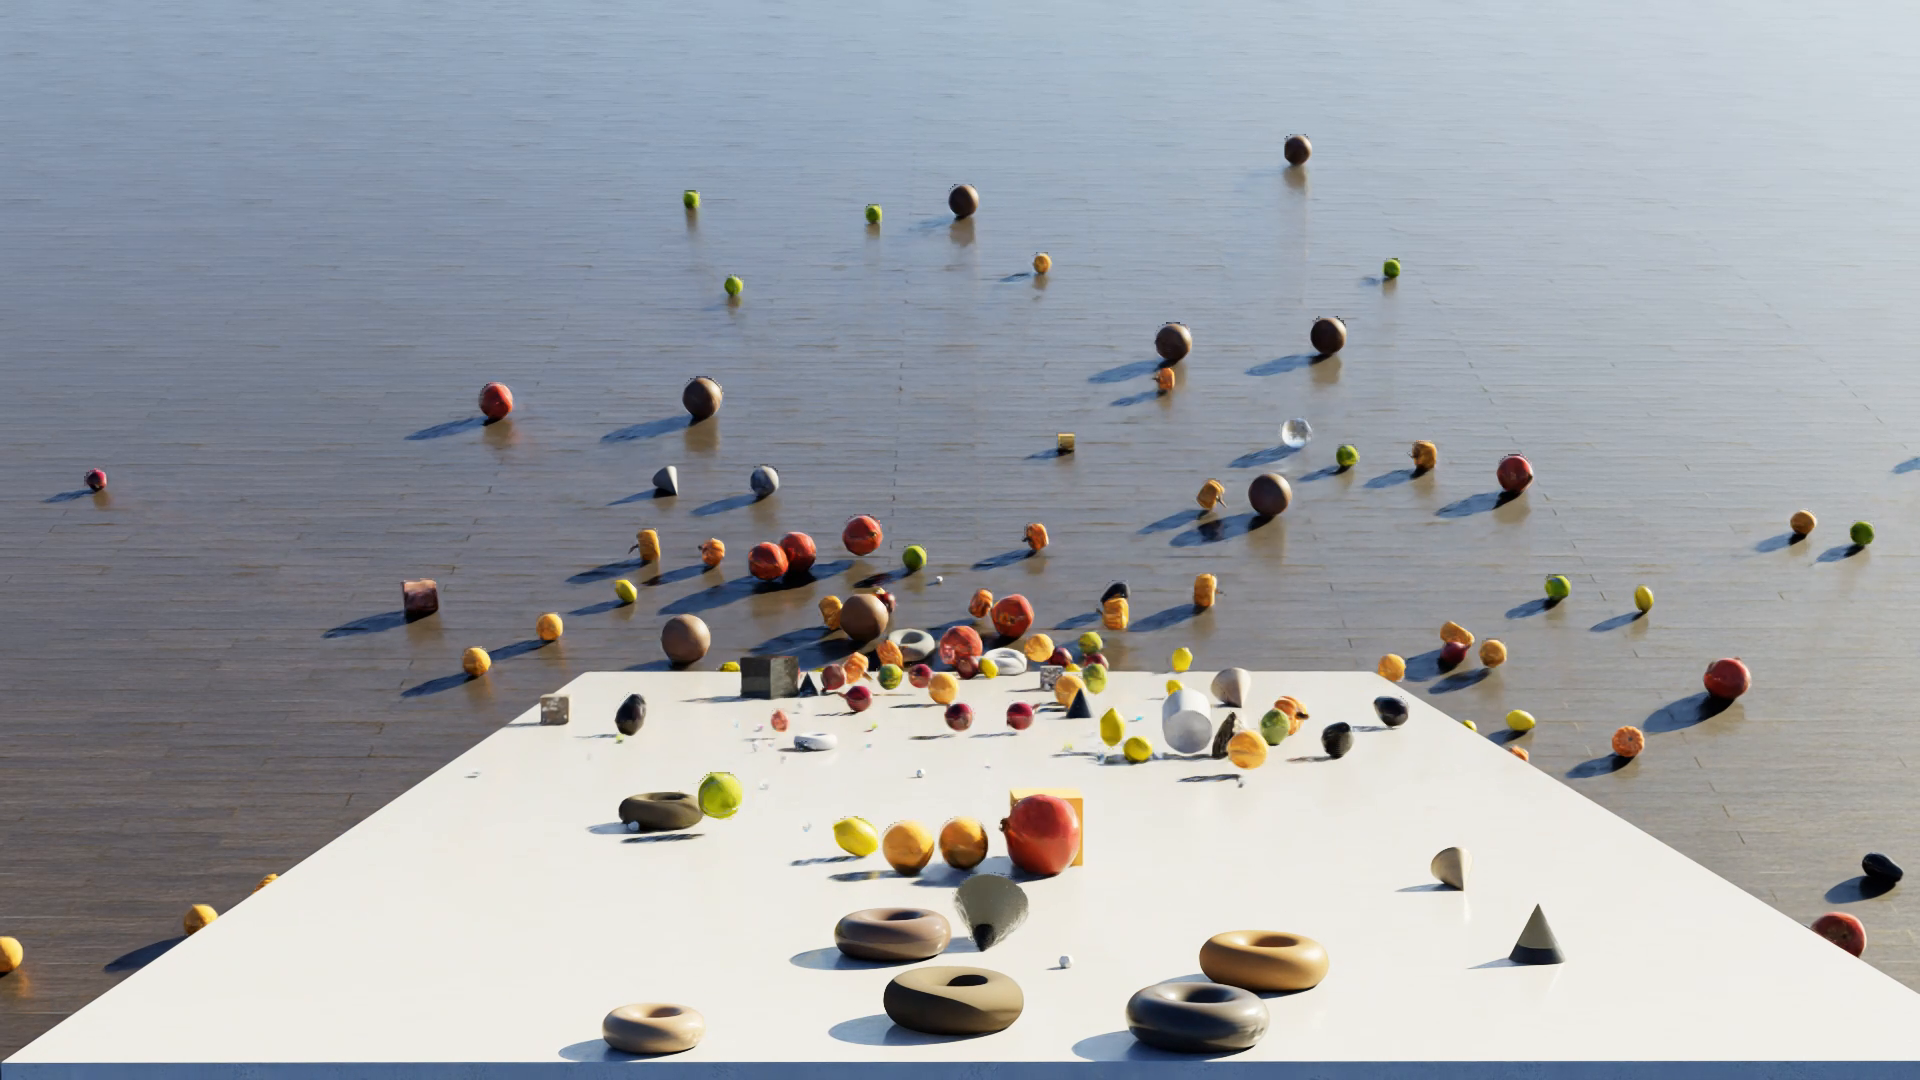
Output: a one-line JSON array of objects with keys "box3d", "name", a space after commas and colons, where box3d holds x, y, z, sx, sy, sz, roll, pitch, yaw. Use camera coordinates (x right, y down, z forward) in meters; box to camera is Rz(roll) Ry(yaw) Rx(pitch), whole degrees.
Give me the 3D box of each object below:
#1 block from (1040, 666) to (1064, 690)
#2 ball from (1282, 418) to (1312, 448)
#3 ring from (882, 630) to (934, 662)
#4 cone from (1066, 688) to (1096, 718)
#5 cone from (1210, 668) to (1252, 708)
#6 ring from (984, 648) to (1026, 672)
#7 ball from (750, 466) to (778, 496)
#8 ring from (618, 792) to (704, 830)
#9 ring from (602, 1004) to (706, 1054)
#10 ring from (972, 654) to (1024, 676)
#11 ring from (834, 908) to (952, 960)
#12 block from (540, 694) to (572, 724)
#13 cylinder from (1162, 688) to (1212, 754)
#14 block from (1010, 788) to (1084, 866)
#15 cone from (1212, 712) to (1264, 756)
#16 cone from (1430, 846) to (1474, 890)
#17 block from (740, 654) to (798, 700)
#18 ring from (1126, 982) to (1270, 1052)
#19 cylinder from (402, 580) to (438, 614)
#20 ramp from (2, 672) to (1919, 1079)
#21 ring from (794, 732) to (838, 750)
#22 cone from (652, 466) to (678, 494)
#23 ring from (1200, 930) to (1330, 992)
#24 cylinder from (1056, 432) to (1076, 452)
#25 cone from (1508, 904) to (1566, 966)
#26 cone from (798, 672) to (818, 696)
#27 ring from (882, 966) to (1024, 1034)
[{"box3d": [0.217, 0.327, 6.100, 0.054, 0.054, 0.054, 0, 3, 3], "name": "block"}, {"box3d": [1.081, -0.343, 8.271, 0.097, 0.097, 0.097, 0, 23, 0], "name": "ball"}, {"box3d": [-0.137, 0.280, 6.848, 0.139, 0.046, 0.139, 0, 24, 0], "name": "ring"}, {"box3d": [0.258, 0.347, 5.522, 0.066, 0.066, 0.066, 0, 3, 0], "name": "cone"}, {"box3d": [0.617, 0.349, 5.739, 0.094, 0.094, 0.094, -4, 30, -9], "name": "cone"}, {"box3d": [0.114, 0.323, 6.752, 0.124, 0.041, 0.124, 0, 24, 0], "name": "ring"}, {"box3d": [-0.600, -0.180, 7.894, 0.088, 0.088, 0.088, 0, 23, 0], "name": "ball"}, {"box3d": [-0.468, 0.425, 4.036, 0.135, 0.045, 0.135, 0, 3, 0], "name": "ring"}, {"box3d": [-0.310, 0.494, 2.604, 0.106, 0.035, 0.106, 1, 2, 0], "name": "ring"}, {"box3d": [0.095, 0.315, 6.486, 0.131, 0.044, 0.131, 1, 3, 0], "name": "ring"}, {"box3d": [-0.080, 0.468, 3.055, 0.141, 0.047, 0.141, -1, 1, 0], "name": "ring"}, {"box3d": [-0.850, 0.356, 5.417, 0.058, 0.058, 0.058, 0, 3, -5], "name": "block"}, {"box3d": [0.432, 0.345, 4.894, 0.093, 0.093, 0.093, 1, 22, 3], "name": "cylinder"}, {"box3d": [0.124, 0.413, 3.704, 0.097, 0.097, 0.097, 0, 3, -3], "name": "block"}, {"box3d": [0.539, 0.388, 4.881, 0.090, 0.090, 0.090, 27, 21, -9], "name": "cone"}, {"box3d": [0.674, 0.458, 3.483, 0.060, 0.060, 0.060, -2, 29, -6], "name": "cone"}, {"box3d": [-0.440, 0.315, 5.939, 0.093, 0.093, 0.093, 2, 3, 37], "name": "block"}, {"box3d": [0.242, 0.486, 2.621, 0.148, 0.049, 0.148, 1, 3, 0], "name": "ring"}, {"box3d": [-1.487, 0.156, 7.092, 0.085, 0.085, 0.085, -7, 24, -17], "name": "cylinder"}, {"box3d": [0.052, 0.474, 4.536, 2.000, 0.100, 4.000, 0, 3, 0], "name": "ramp"}, {"box3d": [-0.280, 0.391, 4.984, 0.086, 0.029, 0.086, -1, 4, 0], "name": "ring"}, {"box3d": [-0.891, -0.167, 7.928, 0.083, 0.083, 0.083, -16, 54, -33], "name": "cone"}, {"box3d": [0.342, 0.473, 2.897, 0.146, 0.049, 0.146, 1, 3, 0], "name": "ring"}, {"box3d": [0.342, -0.316, 8.263, 0.052, 0.052, 0.052, -16, 24, -2], "name": "cylinder"}, {"box3d": [0.678, 0.458, 3.018, 0.067, 0.067, 0.067, 0, 3, 0], "name": "cone"}, {"box3d": [-0.354, 0.332, 5.987, 0.055, 0.055, 0.055, 0, 3, 0], "name": "cone"}, {"box3d": [-0.007, 0.482, 2.699, 0.148, 0.049, 0.148, 1, 3, 0], "name": "ring"}]
